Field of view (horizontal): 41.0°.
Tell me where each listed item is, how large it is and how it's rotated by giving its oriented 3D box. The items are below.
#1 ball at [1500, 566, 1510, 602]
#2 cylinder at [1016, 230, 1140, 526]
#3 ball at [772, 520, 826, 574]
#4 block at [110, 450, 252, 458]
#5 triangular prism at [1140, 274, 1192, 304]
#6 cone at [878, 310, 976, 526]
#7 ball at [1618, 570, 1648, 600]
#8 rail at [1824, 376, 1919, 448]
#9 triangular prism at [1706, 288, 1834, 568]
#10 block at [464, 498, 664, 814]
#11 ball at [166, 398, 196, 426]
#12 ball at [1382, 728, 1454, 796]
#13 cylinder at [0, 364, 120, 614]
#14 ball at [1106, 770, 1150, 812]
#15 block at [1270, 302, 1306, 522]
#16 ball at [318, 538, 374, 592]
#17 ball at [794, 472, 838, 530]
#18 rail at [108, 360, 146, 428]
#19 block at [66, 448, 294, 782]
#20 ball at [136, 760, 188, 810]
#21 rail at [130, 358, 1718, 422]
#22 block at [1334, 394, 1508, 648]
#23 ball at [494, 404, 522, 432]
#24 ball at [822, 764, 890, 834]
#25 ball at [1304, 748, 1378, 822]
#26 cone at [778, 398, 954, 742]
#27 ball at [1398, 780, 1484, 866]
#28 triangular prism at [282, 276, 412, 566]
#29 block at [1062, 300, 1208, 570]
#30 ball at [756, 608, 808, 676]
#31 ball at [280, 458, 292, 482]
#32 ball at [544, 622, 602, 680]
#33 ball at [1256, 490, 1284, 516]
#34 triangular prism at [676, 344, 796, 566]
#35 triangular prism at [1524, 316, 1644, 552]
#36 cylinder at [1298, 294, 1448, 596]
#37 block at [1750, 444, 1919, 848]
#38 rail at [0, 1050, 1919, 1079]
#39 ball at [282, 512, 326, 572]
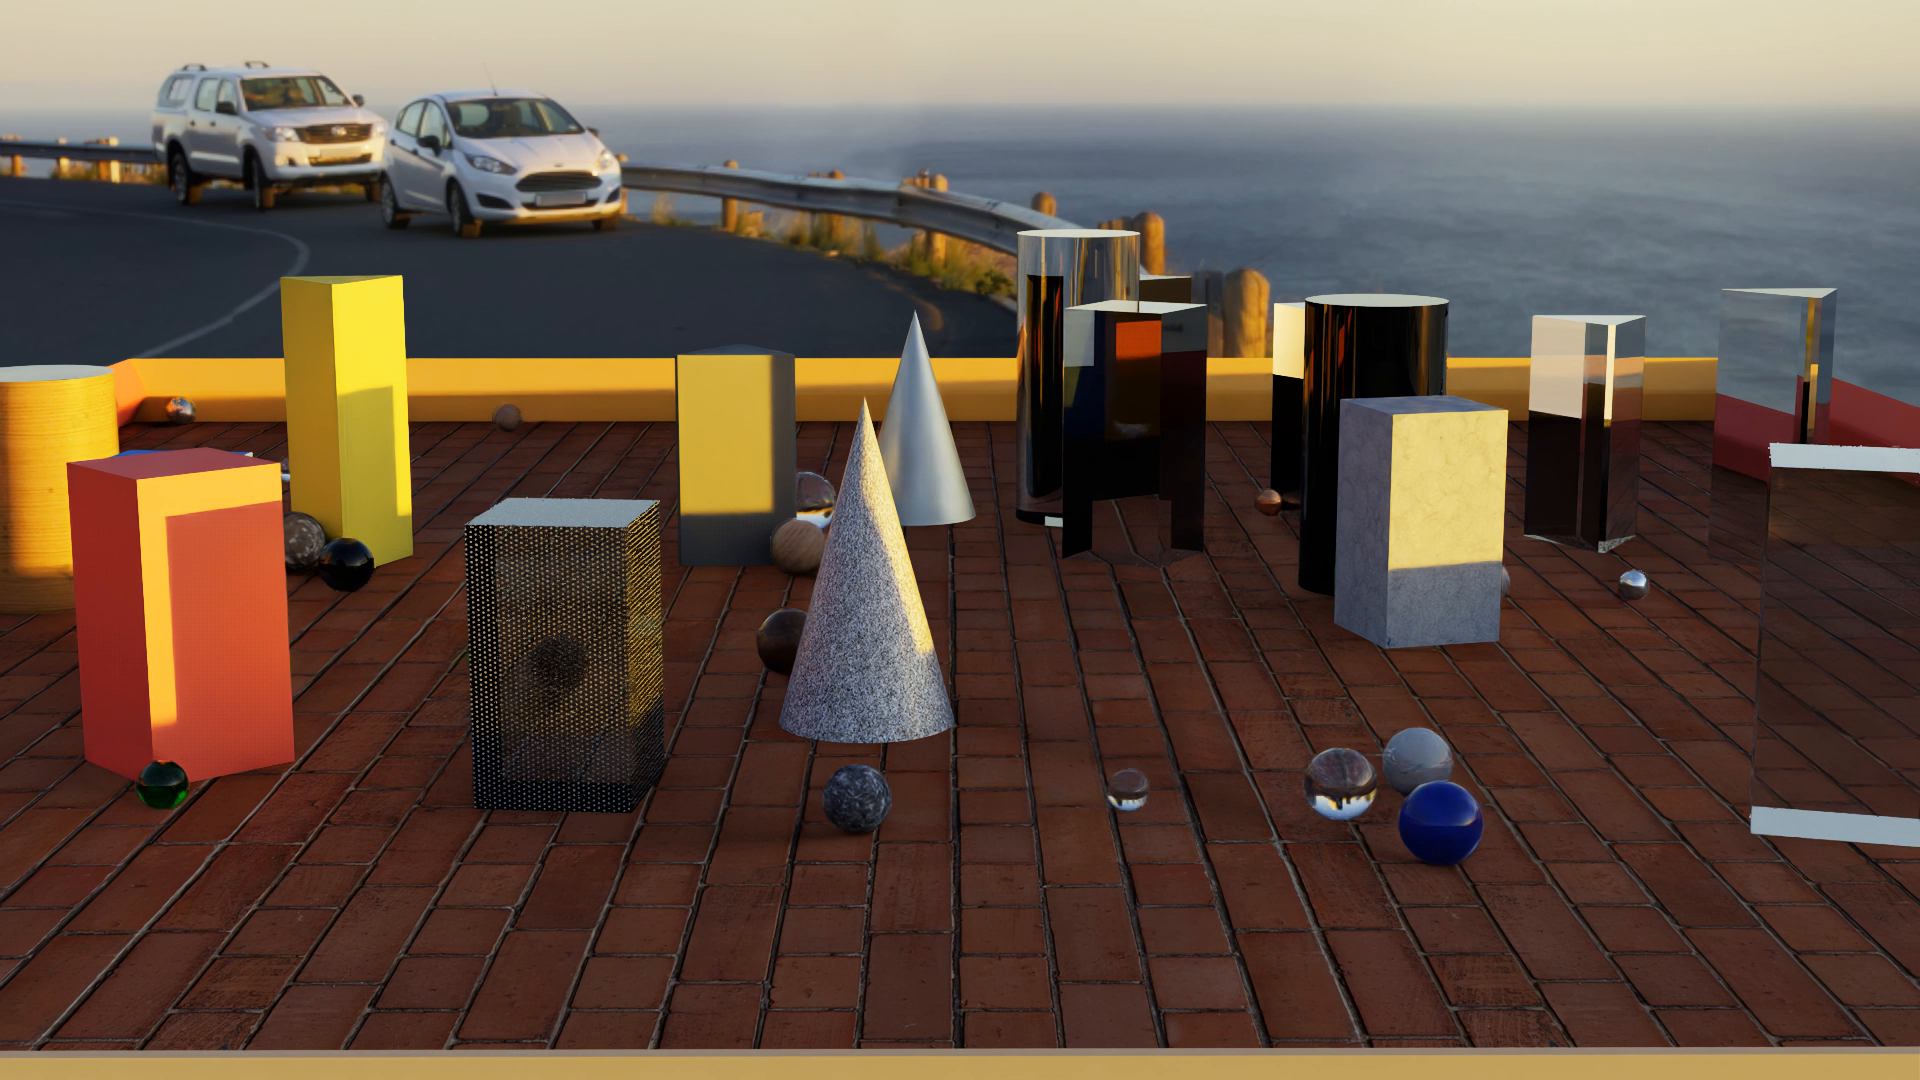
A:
[{"bbox_3d":[0.711,0.057,3.484,0.070,0.070,0.070,0,10,0],"label":"ball"},{"bbox_3d":[0.190,-0.265,4.152,0.198,0.461,0.198,0,10,0],"label":"cylinder"},{"bbox_3d":[-0.233,0.010,3.713,0.080,0.080,0.080,0,10,0],"label":"ball"},{"bbox_3d":[-0.964,0.029,3.133,0.158,0.254,0.158,1,11,6],"label":"block"},{"bbox_3d":[0.288,-0.276,4.473,0.171,0.366,0.148,-7,12,-32],"label":"triangular prism"},{"bbox_3d":[-0.073,-0.207,4.177,0.198,0.337,0.198,0,10,0],"label":"cone"},{"bbox_3d":[0.928,0.063,3.535,0.041,0.041,0.041,0,10,0],"label":"ball"},{"bbox_3d":[1.679,0.031,3.458,0.045,0.129,3.786,0,10,0],"label":"rail"},{"bbox_3d":[1.230,-0.167,3.783,0.148,0.401,0.171,-7,13,-34],"label":"triangular prism"},{"bbox_3d":[-0.395,0.113,2.589,0.158,0.286,0.158,1,11,5],"label":"block"},{"bbox_3d":[-1.596,-0.263,5.250,0.058,0.058,0.058,0,10,0],"label":"ball"},{"bbox_3d":[0.460,0.224,2.580,0.071,0.071,0.071,0,10,0],"label":"ball"},{"bbox_3d":[-1.253,-0.072,3.515,0.198,0.314,0.198,0,10,0],"label":"cylinder"},{"bbox_3d":[0.166,0.248,2.534,0.042,0.042,0.042,0,10,0],"label":"ball"},{"bbox_3d":[0.613,-0.208,4.164,0.158,0.344,0.158,-4,11,-19],"label":"block"},{"bbox_3d":[-0.858,0.034,3.589,0.077,0.077,0.077,0,10,0],"label":"ball"},{"bbox_3d":[-0.242,-0.057,4.025,0.099,0.099,0.099,0,10,0],"label":"ball"},{"bbox_3d":[-1.679,0.035,3.439,0.045,0.129,3.786,0,10,0],"label":"rail"},{"bbox_3d":[-0.817,0.077,2.694,0.158,0.319,0.158,-10,14,-43],"label":"block"},{"bbox_3d":[-0.790,0.242,2.542,0.049,0.049,0.049,0,10,0],"label":"ball"},{"bbox_3d":[-0.011,-0.307,5.287,3.405,0.129,0.045,0,10,0],"label":"rail"},{"bbox_3d":[0.593,-0.027,3.314,0.158,0.298,0.158,-3,11,-16],"label":"block"},{"bbox_3d":[-0.909,-0.245,5.161,0.055,0.055,0.055,0,10,0],"label":"ball"},{"bbox_3d":[-0.100,0.248,2.462,0.066,0.066,0.066,0,10,0],"label":"ball"},{"bbox_3d":[0.371,0.238,2.504,0.072,0.072,0.072,0,10,0],"label":"ball"},{"bbox_3d":[-0.105,0.022,2.856,0.198,0.368,0.198,0,10,0],"label":"cone"},{"bbox_3d":[0.443,0.261,2.365,0.078,0.078,0.078,0,10,0],"label":"ball"},{"bbox_3d":[-0.884,-0.176,3.786,0.148,0.420,0.171,-9,14,-39],"label":"triangular prism"},{"bbox_3d":[0.261,-0.161,3.827,0.158,0.374,0.158,6,12,30],"label":"block"},{"bbox_3d":[-0.205,0.124,3.096,0.082,0.082,0.082,0,10,0],"label":"ball"},{"bbox_3d":[-1.180,-0.124,4.530,0.045,0.045,0.045,0,10,0],"label":"ball"},{"bbox_3d":[-0.464,0.133,3.080,0.068,0.068,0.068,0,10,0],"label":"ball"},{"bbox_3d":[0.506,-0.060,4.192,0.044,0.044,0.044,0,10,0],"label":"ball"},{"bbox_3d":[-0.330,-0.129,3.829,0.171,0.312,0.148,0,10,-2],"label":"triangular prism"},{"bbox_3d":[0.950,-0.170,3.958,0.148,0.345,0.171,6,12,30],"label":"triangular prism"},{"bbox_3d":[0.579,-0.135,3.603,0.198,0.404,0.198,0,10,0],"label":"cylinder"},{"bbox_3d":[0.857,0.097,2.484,0.158,0.357,0.158,3,11,16],"label":"block"},{"bbox_3d":[0.011,0.373,1.611,3.405,0.129,0.045,0,10,0],"label":"rail"},{"bbox_3d":[-0.967,0.003,3.727,0.089,0.089,0.089,0,10,0],"label":"ball"}]
